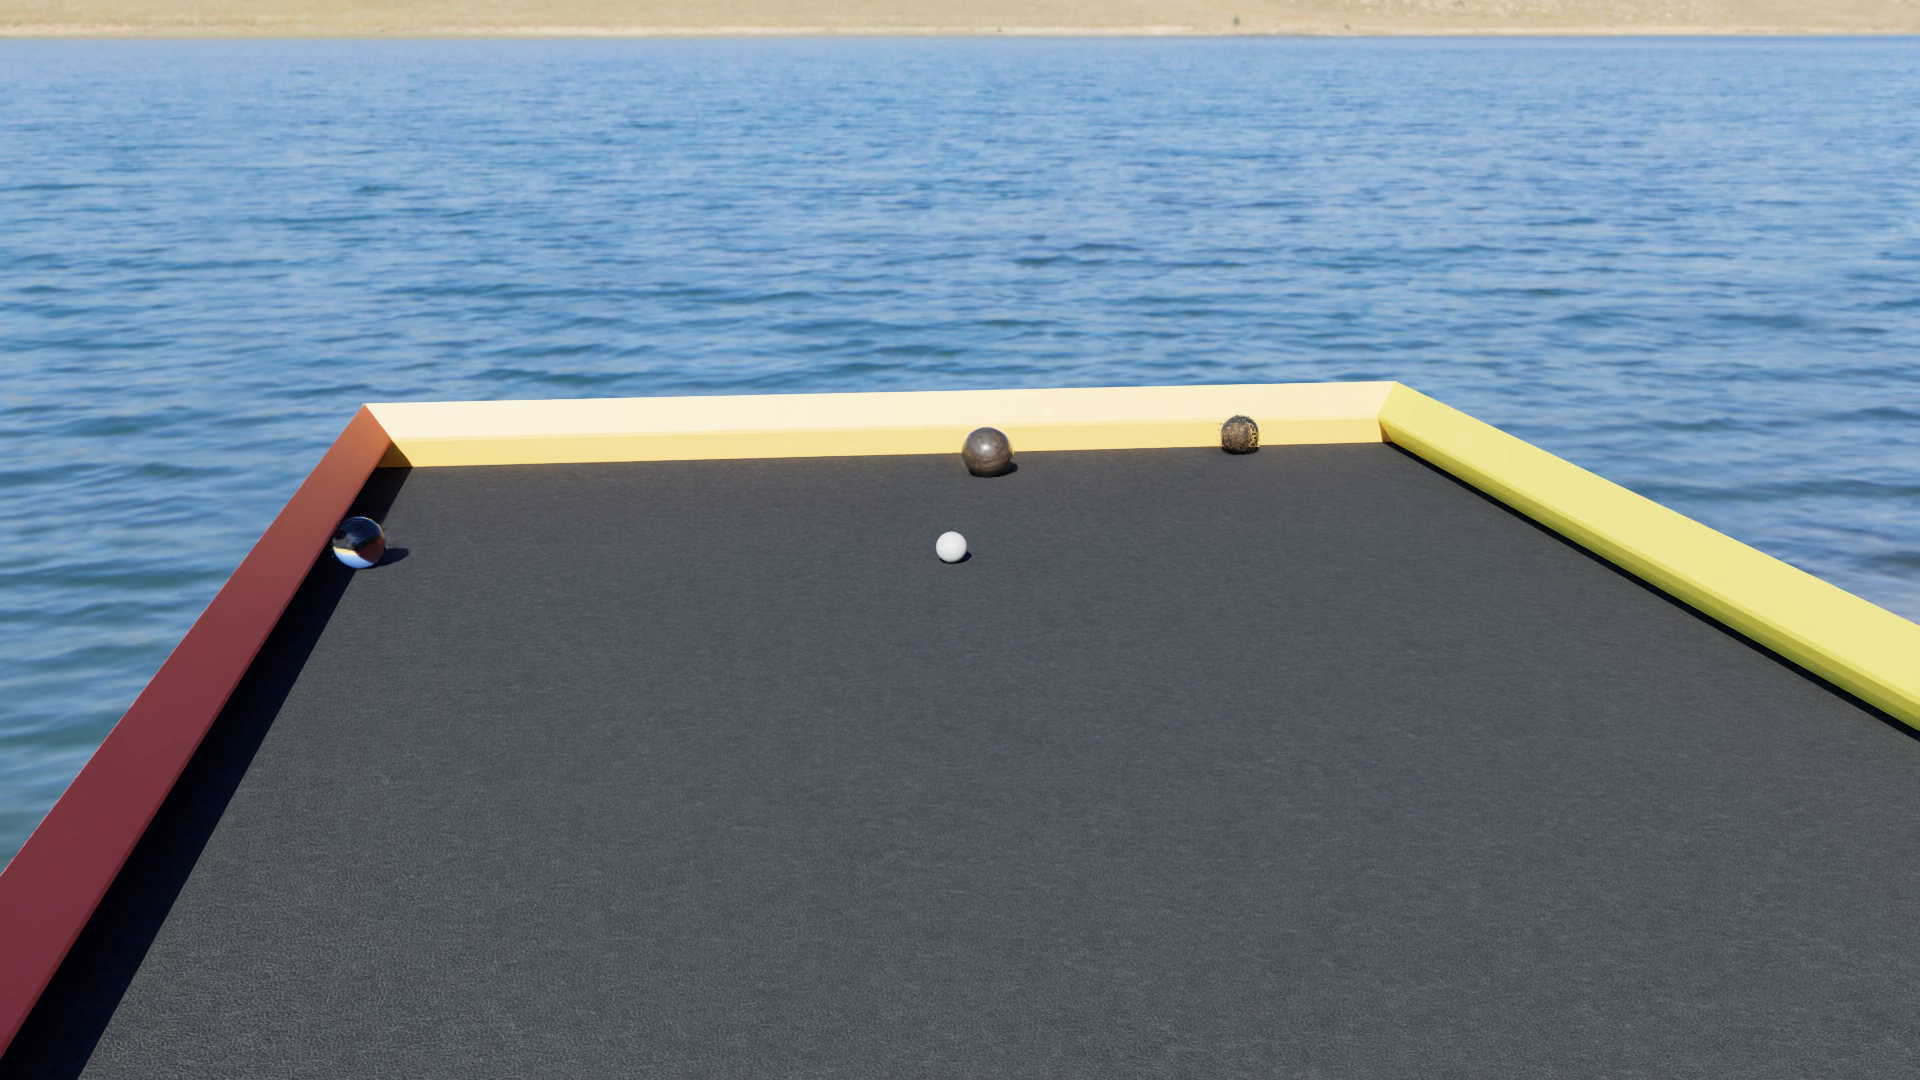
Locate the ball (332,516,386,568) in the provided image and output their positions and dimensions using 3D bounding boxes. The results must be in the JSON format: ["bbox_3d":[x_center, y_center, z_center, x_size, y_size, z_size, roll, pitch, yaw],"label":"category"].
[{"bbox_3d":[-0.789,0.003,2.886,0.068,0.068,0.068,0,13,0],"label":"ball"}]

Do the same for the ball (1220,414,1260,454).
[{"bbox_3d":[0.467,-0.176,3.672,0.065,0.065,0.065,0,13,0],"label":"ball"}]

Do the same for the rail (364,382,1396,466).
[{"bbox_3d":[-0.103,-0.189,3.641,1.724,0.103,0.045,-2,13,-8],"label":"rail"}]

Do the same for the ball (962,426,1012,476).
[{"bbox_3d":[0.043,-0.140,3.482,0.079,0.079,0.079,0,13,0],"label":"ball"}]

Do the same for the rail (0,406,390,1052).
[{"bbox_3d":[-0.724,0.179,2.042,0.045,0.103,3.128,-2,13,-8],"label":"rail"}]

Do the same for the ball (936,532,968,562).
[{"bbox_3d":[-0.011,0.010,2.917,0.041,0.041,0.041,0,13,0],"label":"ball"}]

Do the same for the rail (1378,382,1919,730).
[{"bbox_3d":[0.937,0.127,2.265,0.045,0.103,3.128,-2,13,-8],"label":"rail"}]
